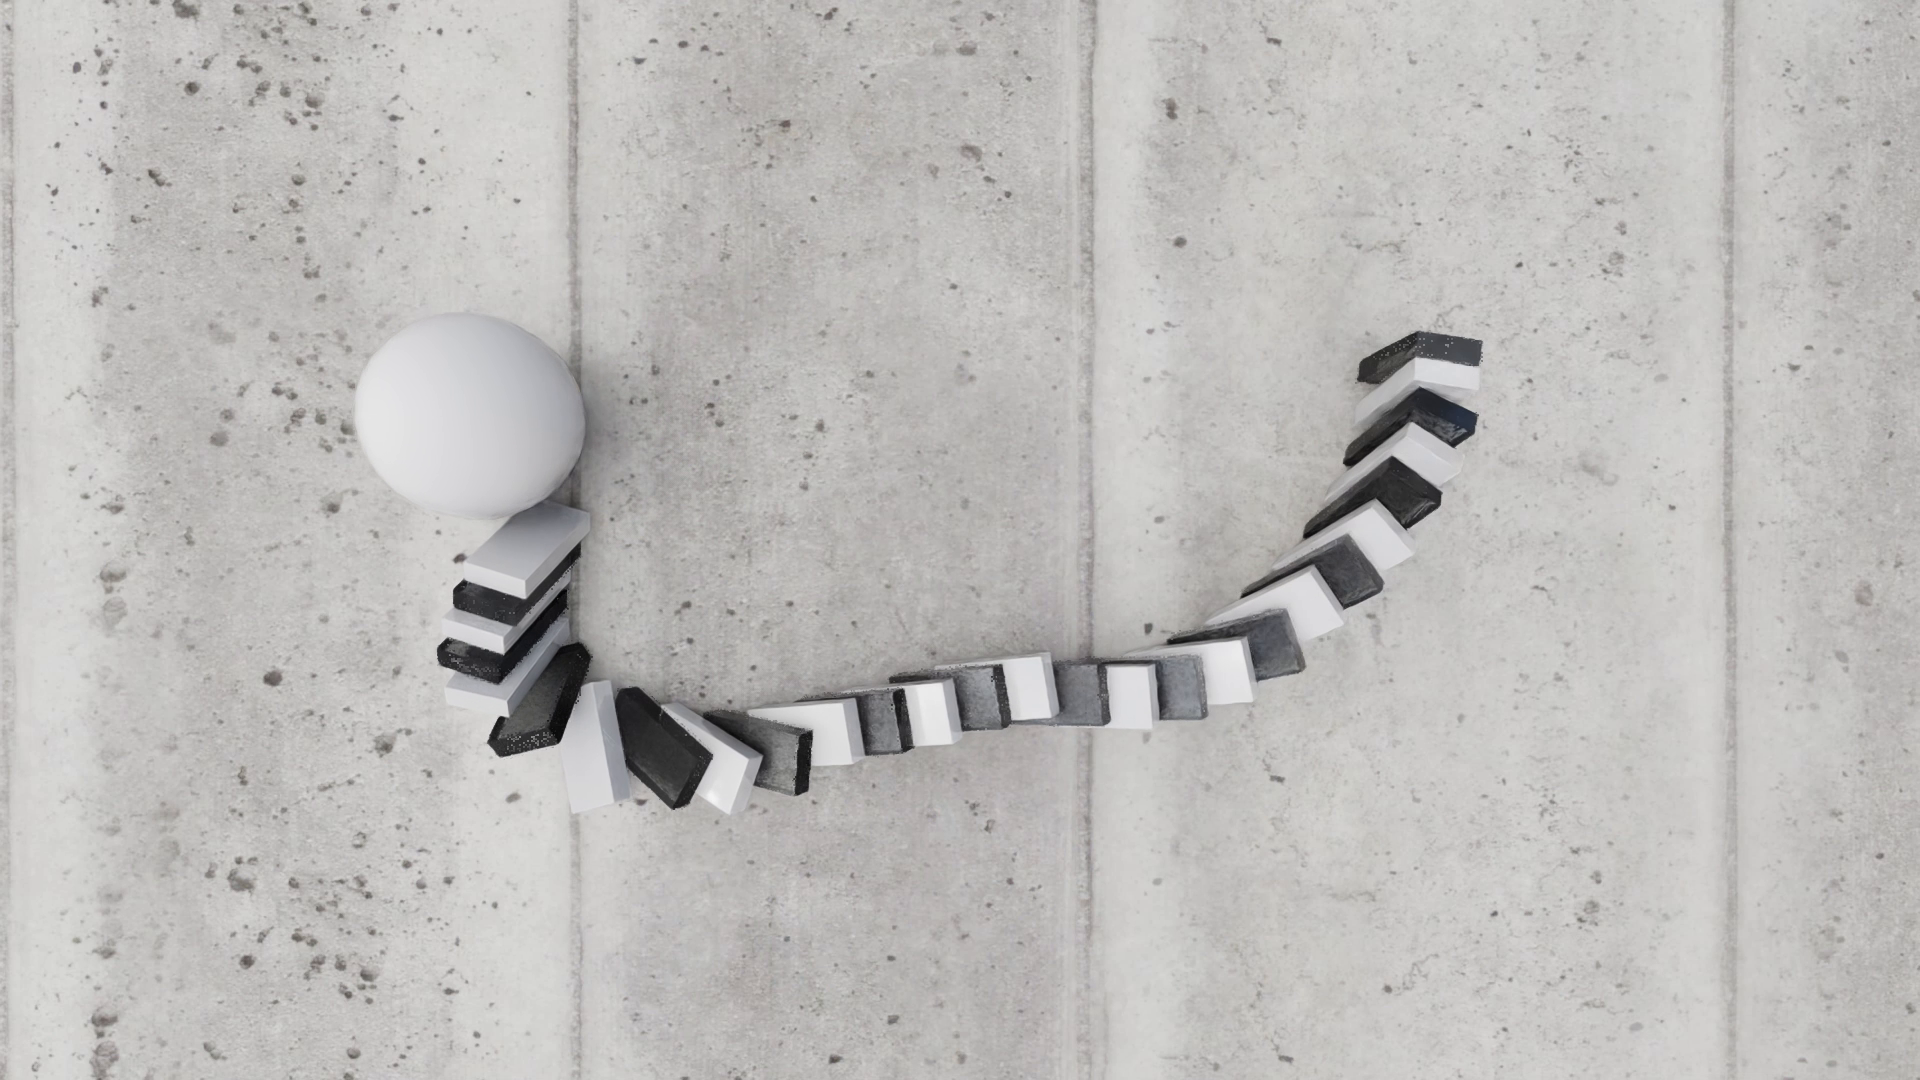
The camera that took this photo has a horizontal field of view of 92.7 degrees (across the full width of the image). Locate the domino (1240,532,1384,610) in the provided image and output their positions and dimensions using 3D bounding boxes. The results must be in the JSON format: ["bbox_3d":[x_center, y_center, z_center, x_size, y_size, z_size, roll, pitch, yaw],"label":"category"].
[{"bbox_3d":[0.146,0.021,0.381,0.050,0.010,0.025,-37,90,39],"label":"domino"}]

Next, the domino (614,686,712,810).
[{"bbox_3d":[-0.128,0.086,0.383,0.050,0.010,0.025,33,102,24],"label":"domino"}]

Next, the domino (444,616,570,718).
[{"bbox_3d":[-0.185,0.049,0.377,0.025,0.050,0.009,13,126,0],"label":"domino"}]

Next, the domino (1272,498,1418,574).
[{"bbox_3d":[0.158,0.007,0.380,0.025,0.010,0.050,48,133,0],"label":"domino"}]

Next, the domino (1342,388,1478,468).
[{"bbox_3d":[0.183,-0.041,0.375,0.025,0.050,0.009,25,66,0],"label":"domino"}]

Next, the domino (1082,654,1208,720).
[{"bbox_3d":[0.076,0.062,0.383,0.050,0.010,0.025,-7,90,31],"label":"domino"}]

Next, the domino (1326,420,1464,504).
[{"bbox_3d":[0.177,-0.025,0.376,0.025,0.050,0.009,33,57,0],"label":"domino"}]

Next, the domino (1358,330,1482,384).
[{"bbox_3d":[0.187,-0.073,0.375,0.025,0.050,0.010,8,88,0],"label":"domino"}]

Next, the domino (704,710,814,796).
[{"bbox_3d":[-0.086,0.089,0.384,0.050,0.009,0.025,6,93,27],"label":"domino"}]

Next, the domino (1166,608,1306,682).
[{"bbox_3d":[0.115,0.047,0.382,0.050,0.009,0.025,-19,90,33],"label":"domino"}]

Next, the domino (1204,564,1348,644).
[{"bbox_3d":[0.131,0.033,0.382,0.050,0.009,0.025,-34,90,36],"label":"domino"}]

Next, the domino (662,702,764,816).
[{"bbox_3d":[-0.108,0.091,0.384,0.050,0.009,0.025,24,98,25],"label":"domino"}]

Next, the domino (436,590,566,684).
[{"bbox_3d":[-0.187,0.035,0.377,0.025,0.050,0.009,18,125,0],"label":"domino"}]

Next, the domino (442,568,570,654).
[{"bbox_3d":[-0.185,0.024,0.377,0.025,0.050,0.009,17,125,0],"label":"domino"}]

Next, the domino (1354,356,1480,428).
[{"bbox_3d":[0.185,-0.058,0.375,0.025,0.050,0.010,10,76,0],"label":"domino"}]

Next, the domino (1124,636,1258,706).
[{"bbox_3d":[0.096,0.056,0.383,0.050,0.010,0.025,-12,90,32],"label":"domino"}]

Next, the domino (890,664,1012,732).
[{"bbox_3d":[-0.004,0.067,0.384,0.050,0.009,0.025,-10,90,29],"label":"domino"}]

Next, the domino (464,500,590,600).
[{"bbox_3d":[-0.177,0.002,0.377,0.025,0.050,0.009,17,125,0],"label":"domino"}]

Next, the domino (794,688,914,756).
[{"bbox_3d":[-0.045,0.077,0.384,0.050,0.010,0.025,-10,90,28],"label":"domino"}]

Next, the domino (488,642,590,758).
[{"bbox_3d":[-0.171,0.065,0.376,0.025,0.050,0.009,-14,125,4],"label":"domino"}]

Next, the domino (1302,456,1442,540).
[{"bbox_3d":[0.169,-0.010,0.378,0.025,0.050,0.010,36,49,0],"label":"domino"}]

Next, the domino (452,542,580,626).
[{"bbox_3d":[-0.181,0.013,0.377,0.025,0.050,0.009,17,125,0],"label":"domino"}]

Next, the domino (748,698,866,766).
[{"bbox_3d":[-0.065,0.081,0.384,0.050,0.010,0.025,-9,90,28],"label":"domino"}]

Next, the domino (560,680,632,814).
[{"bbox_3d":[-0.155,0.087,0.386,0.025,0.010,0.050,-19,79,25],"label":"domino"}]

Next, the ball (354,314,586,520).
[{"bbox_3d":[-0.190,-0.048,0.360,0.080,0.080,0.080,0,90,0],"label":"ball"}]

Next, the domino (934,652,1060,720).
[{"bbox_3d":[0.015,0.062,0.384,0.050,0.009,0.025,-10,90,29],"label":"domino"}]

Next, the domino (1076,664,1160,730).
[{"bbox_3d":[0.057,0.065,0.383,0.050,0.009,0.025,-5,90,30],"label":"domino"}]

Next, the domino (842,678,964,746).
[{"bbox_3d":[-0.025,0.073,0.384,0.050,0.009,0.025,-10,90,28],"label":"domino"}]

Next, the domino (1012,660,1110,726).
[{"bbox_3d":[0.037,0.064,0.384,0.050,0.010,0.025,-5,90,29],"label":"domino"}]
